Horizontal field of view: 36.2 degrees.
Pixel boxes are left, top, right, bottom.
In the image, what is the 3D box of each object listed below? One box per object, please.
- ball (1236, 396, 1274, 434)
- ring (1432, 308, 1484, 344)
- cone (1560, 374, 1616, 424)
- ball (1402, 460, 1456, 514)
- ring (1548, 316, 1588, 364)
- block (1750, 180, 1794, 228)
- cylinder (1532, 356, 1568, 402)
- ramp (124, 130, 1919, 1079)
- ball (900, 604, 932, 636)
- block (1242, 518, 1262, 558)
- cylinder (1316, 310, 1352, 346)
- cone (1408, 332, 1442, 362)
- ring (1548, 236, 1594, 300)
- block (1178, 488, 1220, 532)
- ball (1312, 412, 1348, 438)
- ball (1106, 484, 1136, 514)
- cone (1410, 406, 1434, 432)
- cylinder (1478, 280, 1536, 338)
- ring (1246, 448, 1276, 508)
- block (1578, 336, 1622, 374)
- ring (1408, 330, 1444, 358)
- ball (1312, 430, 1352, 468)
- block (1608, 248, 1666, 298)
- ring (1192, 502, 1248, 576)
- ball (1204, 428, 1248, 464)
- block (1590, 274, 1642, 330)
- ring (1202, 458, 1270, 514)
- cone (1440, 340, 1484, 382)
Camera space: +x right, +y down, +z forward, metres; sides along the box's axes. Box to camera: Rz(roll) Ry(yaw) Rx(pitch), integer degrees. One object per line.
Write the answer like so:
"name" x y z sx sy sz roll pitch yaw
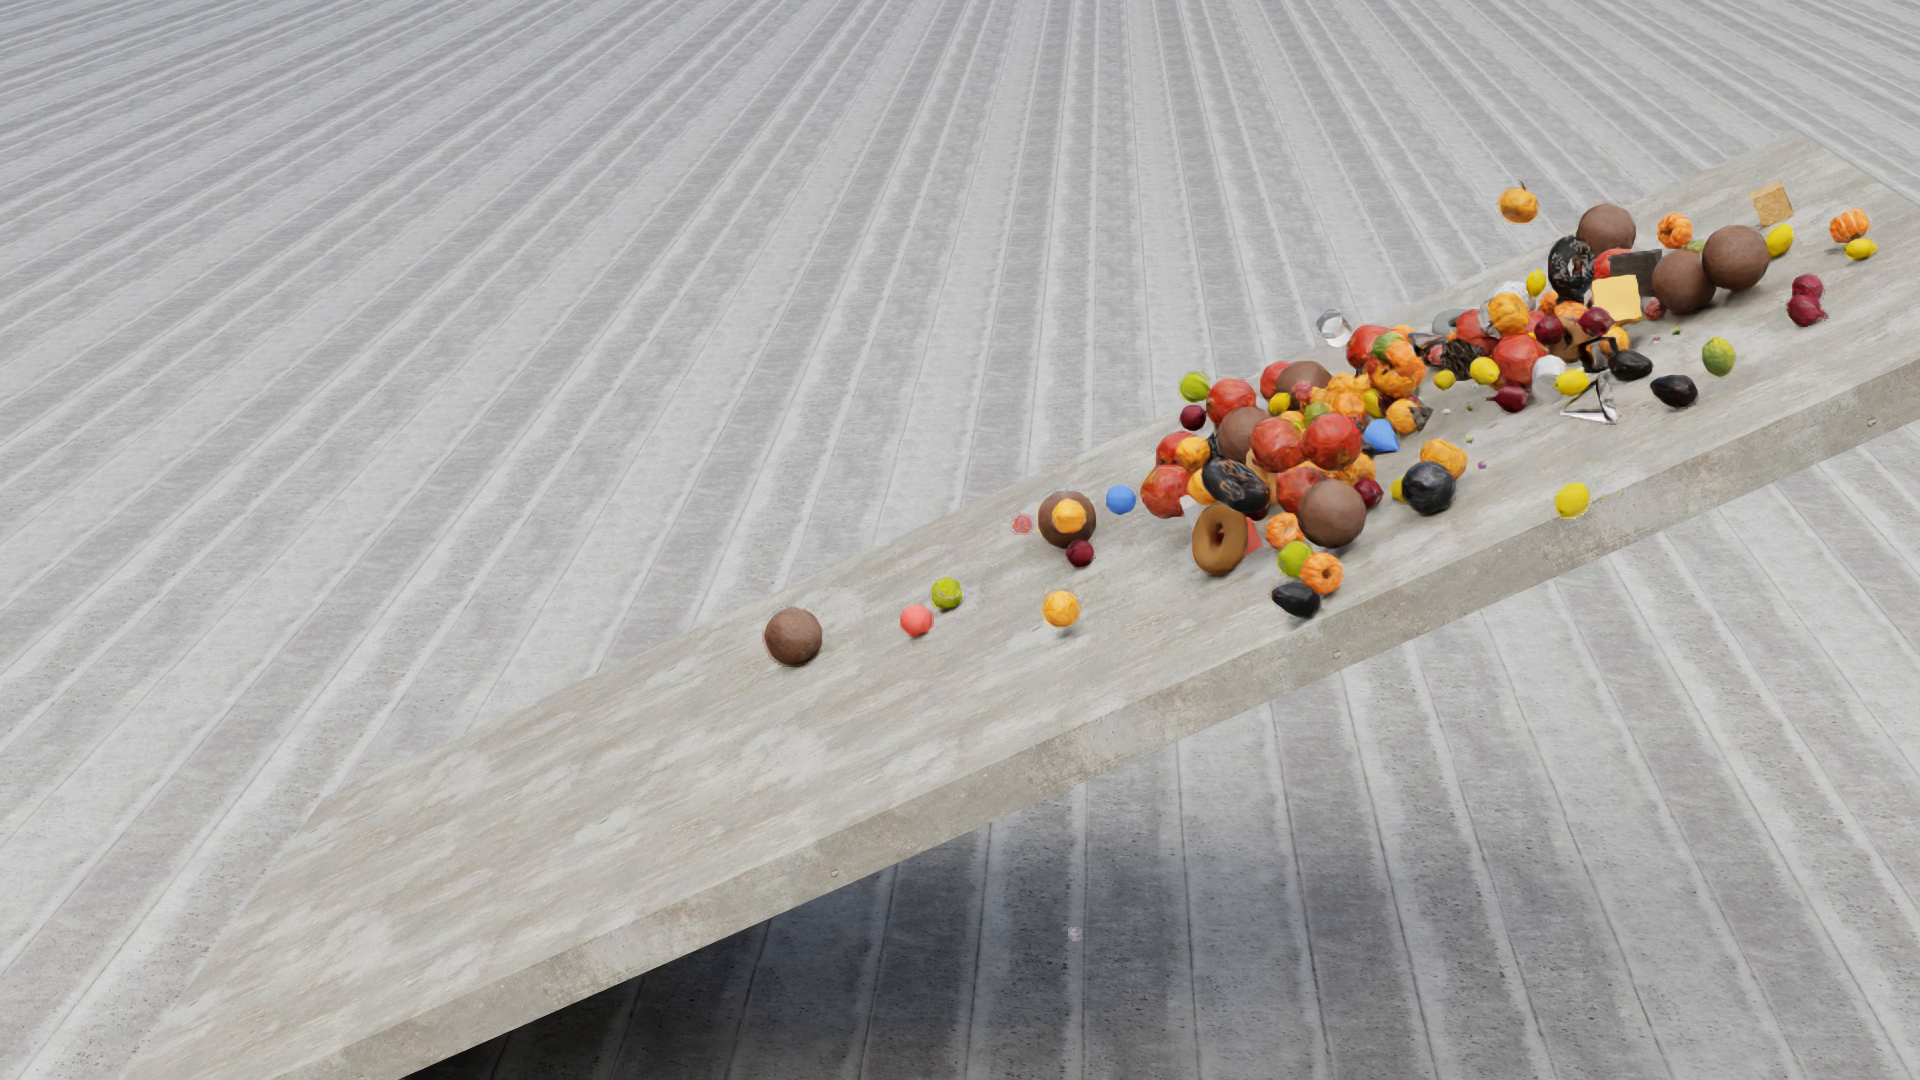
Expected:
"ball" 0.659 -0.278 6.584 0.085 0.085 0.085 0 16 0
"ring" 1.100 -0.470 6.499 0.115 0.038 0.115 -2 39 2
"cone" 1.156 -0.248 5.459 0.095 0.095 0.095 -17 8 27
"ball" 0.870 -0.098 5.464 0.099 0.099 0.099 0 16 0
"ring" 1.235 -0.408 5.974 0.033 0.098 0.098 -7 17 -33
"block" 1.727 -0.714 6.254 0.067 0.067 0.067 -22 14 19
"cylinder" 1.132 -0.309 5.645 0.066 0.066 0.066 3 34 11
"ramp" 0.137 0.168 6.282 4.000 0.100 2.000 -24 13 9
"ball" -0.095 0.172 6.334 0.070 0.070 0.070 0 16 0
"block" 0.545 -0.003 5.804 0.062 0.062 0.062 -32 14 -21
"cylinder" 0.809 -0.458 6.357 0.060 0.060 0.060 11 -20 34
"cone" 1.030 -0.437 6.467 0.072 0.072 0.072 -21 14 7
"ring" 1.259 -0.562 6.063 0.131 0.131 0.044 -14 12 -40
"block" 0.512 -0.051 5.980 0.095 0.095 0.095 -25 13 6
"ball" 0.781 -0.233 6.199 0.075 0.075 0.075 0 16 0
"ball" 0.342 -0.087 6.266 0.065 0.065 0.065 0 16 0
"cone" 0.923 -0.238 5.893 0.051 0.051 0.051 5 -5 1
"cylinder" 1.147 -0.483 6.170 0.094 0.094 0.094 9 30 27
"ring" 0.614 -0.127 5.997 0.042 0.125 0.125 -12 12 17
"block" 1.251 -0.363 5.753 0.056 0.056 0.056 -20 9 -12
"ring" 1.052 -0.439 6.555 0.112 0.037 0.112 -26 14 7
"ball" 0.765 -0.188 6.049 0.081 0.081 0.081 0 16 0
"block" 1.395 -0.546 6.057 0.093 0.093 0.093 -6 5 22
"ring" 0.506 -0.003 5.725 0.049 0.146 0.146 12 7 -33
"ball" 0.578 -0.194 6.393 0.096 0.096 0.096 0 16 0
"block" 1.308 -0.474 5.861 0.087 0.087 0.087 -8 -5 11
"ring" 0.527 -0.104 5.633 0.143 0.048 0.143 23 28 -13
"cone" 1.053 -0.382 6.052 0.090 0.090 0.090 15 29 42
